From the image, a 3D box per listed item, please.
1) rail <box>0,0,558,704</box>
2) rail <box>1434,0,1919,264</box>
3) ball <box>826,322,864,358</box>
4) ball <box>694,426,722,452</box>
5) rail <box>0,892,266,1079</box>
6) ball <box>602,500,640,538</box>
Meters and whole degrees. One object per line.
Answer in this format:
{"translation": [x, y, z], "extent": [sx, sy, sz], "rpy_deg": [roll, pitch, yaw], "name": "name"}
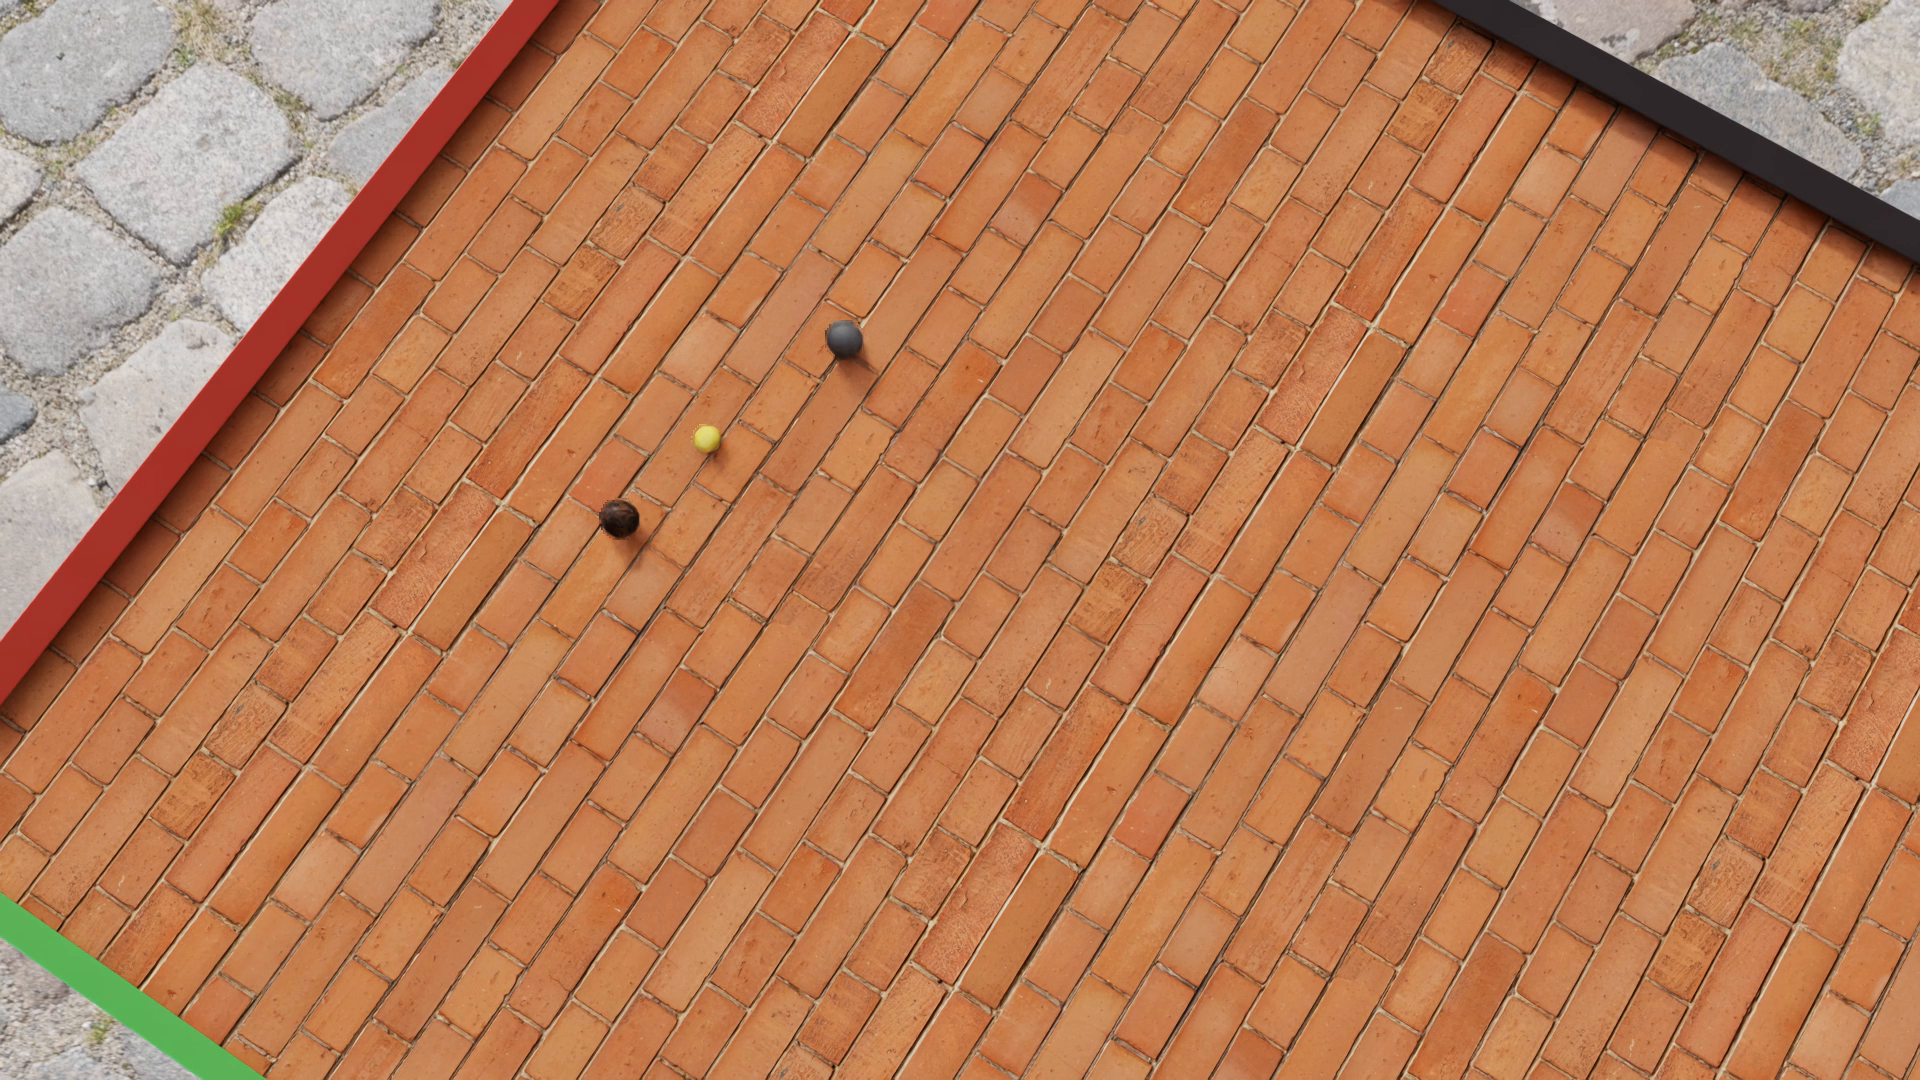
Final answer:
{"translation": [-0.922, -0.568, 3.570], "extent": [0.045, 0.077, 2.532], "rpy_deg": [31, 75, 9], "name": "rail"}
{"translation": [1.613, -0.425, 3.525], "extent": [4.478, 0.077, 0.045], "rpy_deg": [31, 75, 9], "name": "rail"}
{"translation": [-0.183, -0.318, 3.501], "extent": [0.058, 0.058, 0.058], "rpy_deg": [0, 72, 0], "name": "ball"}
{"translation": [-0.397, -0.159, 3.458], "extent": [0.043, 0.043, 0.043], "rpy_deg": [0, 72, 0], "name": "ball"}
{"translation": [0.271, 1.568, 2.890], "extent": [4.478, 0.077, 0.045], "rpy_deg": [31, 75, 9], "name": "rail"}
{"translation": [-0.527, -0.032, 3.410], "extent": [0.059, 0.059, 0.059], "rpy_deg": [0, 72, 0], "name": "ball"}
